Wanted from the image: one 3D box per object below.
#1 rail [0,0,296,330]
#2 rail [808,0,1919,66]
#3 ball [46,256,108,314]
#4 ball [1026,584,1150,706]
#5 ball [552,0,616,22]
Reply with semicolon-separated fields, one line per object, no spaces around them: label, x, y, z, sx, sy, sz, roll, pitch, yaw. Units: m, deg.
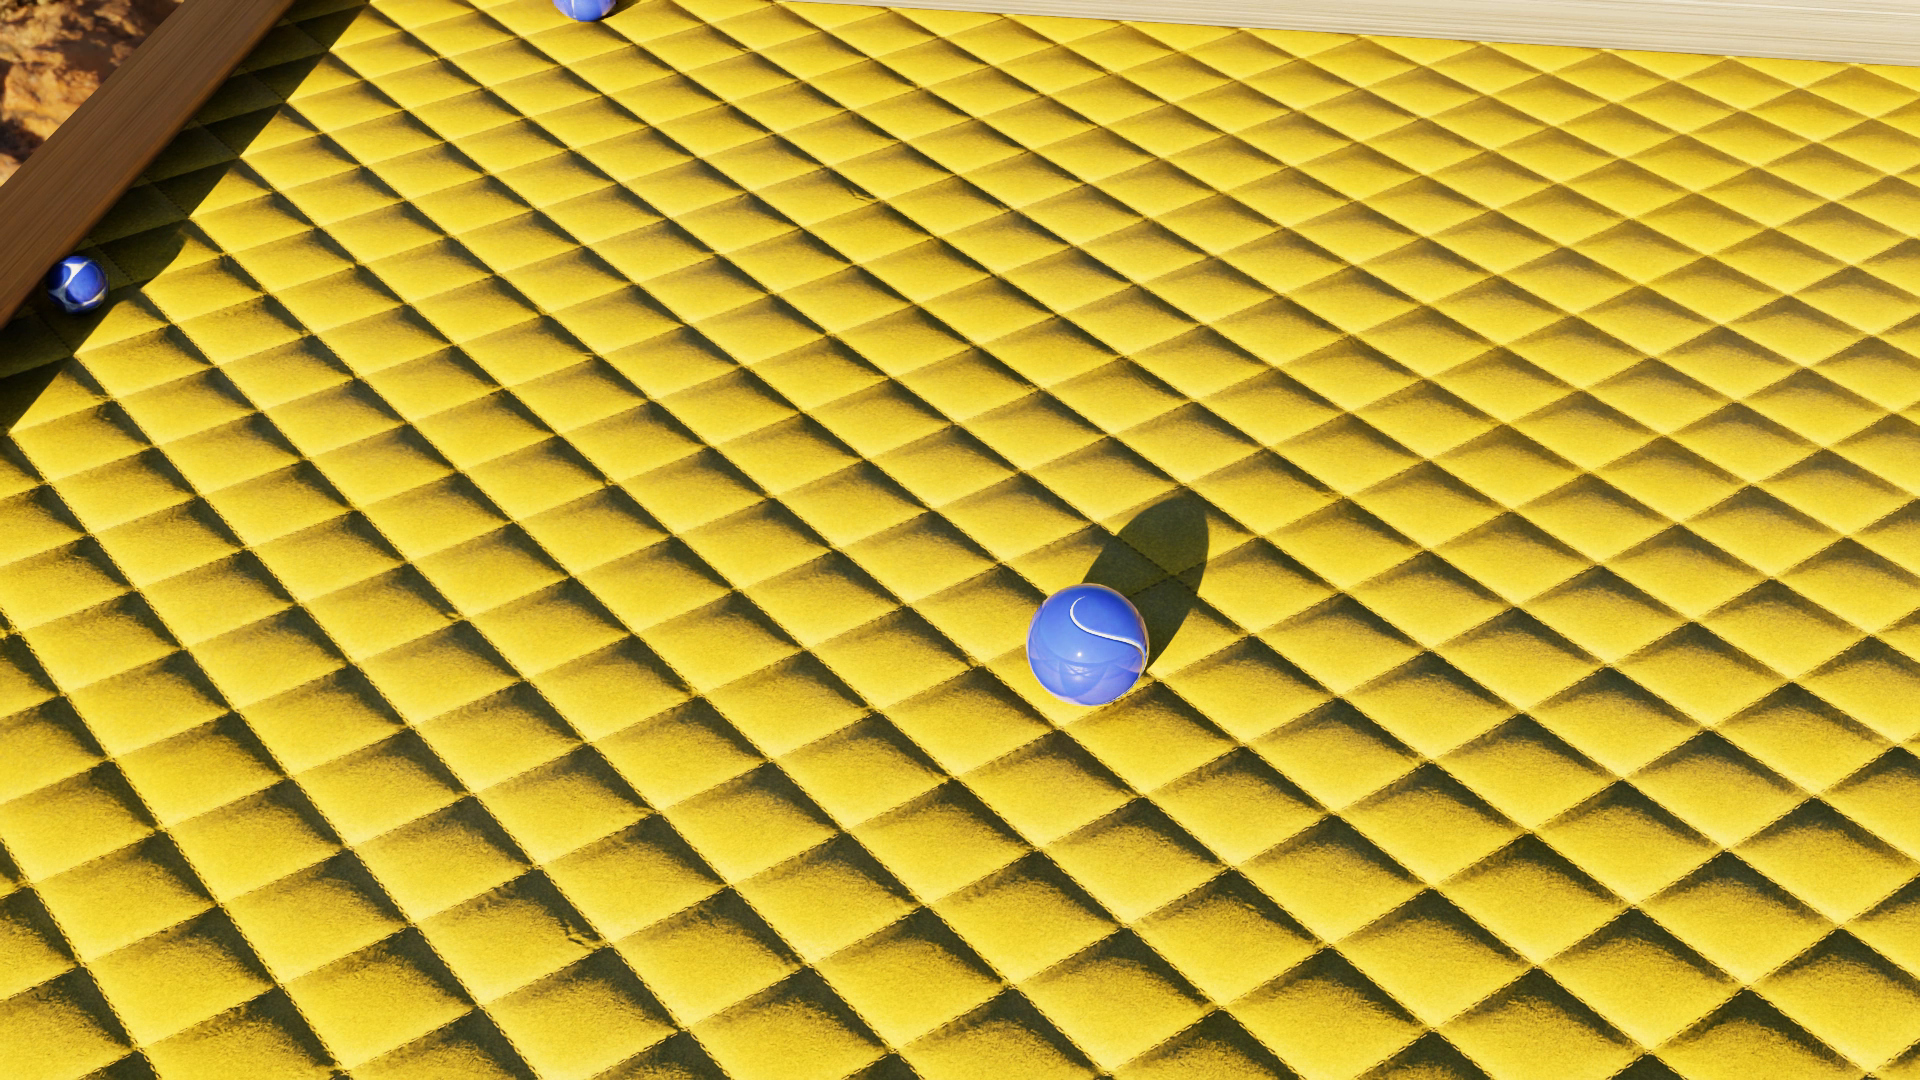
rail;-0.832;-0.085;1.959;0.045;0.110;2.073;5;35;7
rail;1.000;-0.518;2.581;3.457;0.110;0.045;5;35;7
ball;-0.759;-0.219;2.205;0.050;0.050;0.050;0;35;0
ball;0.087;0.072;1.756;0.085;0.085;0.085;0;35;0
ball;-0.398;-0.586;2.712;0.074;0.074;0.074;0;35;0
